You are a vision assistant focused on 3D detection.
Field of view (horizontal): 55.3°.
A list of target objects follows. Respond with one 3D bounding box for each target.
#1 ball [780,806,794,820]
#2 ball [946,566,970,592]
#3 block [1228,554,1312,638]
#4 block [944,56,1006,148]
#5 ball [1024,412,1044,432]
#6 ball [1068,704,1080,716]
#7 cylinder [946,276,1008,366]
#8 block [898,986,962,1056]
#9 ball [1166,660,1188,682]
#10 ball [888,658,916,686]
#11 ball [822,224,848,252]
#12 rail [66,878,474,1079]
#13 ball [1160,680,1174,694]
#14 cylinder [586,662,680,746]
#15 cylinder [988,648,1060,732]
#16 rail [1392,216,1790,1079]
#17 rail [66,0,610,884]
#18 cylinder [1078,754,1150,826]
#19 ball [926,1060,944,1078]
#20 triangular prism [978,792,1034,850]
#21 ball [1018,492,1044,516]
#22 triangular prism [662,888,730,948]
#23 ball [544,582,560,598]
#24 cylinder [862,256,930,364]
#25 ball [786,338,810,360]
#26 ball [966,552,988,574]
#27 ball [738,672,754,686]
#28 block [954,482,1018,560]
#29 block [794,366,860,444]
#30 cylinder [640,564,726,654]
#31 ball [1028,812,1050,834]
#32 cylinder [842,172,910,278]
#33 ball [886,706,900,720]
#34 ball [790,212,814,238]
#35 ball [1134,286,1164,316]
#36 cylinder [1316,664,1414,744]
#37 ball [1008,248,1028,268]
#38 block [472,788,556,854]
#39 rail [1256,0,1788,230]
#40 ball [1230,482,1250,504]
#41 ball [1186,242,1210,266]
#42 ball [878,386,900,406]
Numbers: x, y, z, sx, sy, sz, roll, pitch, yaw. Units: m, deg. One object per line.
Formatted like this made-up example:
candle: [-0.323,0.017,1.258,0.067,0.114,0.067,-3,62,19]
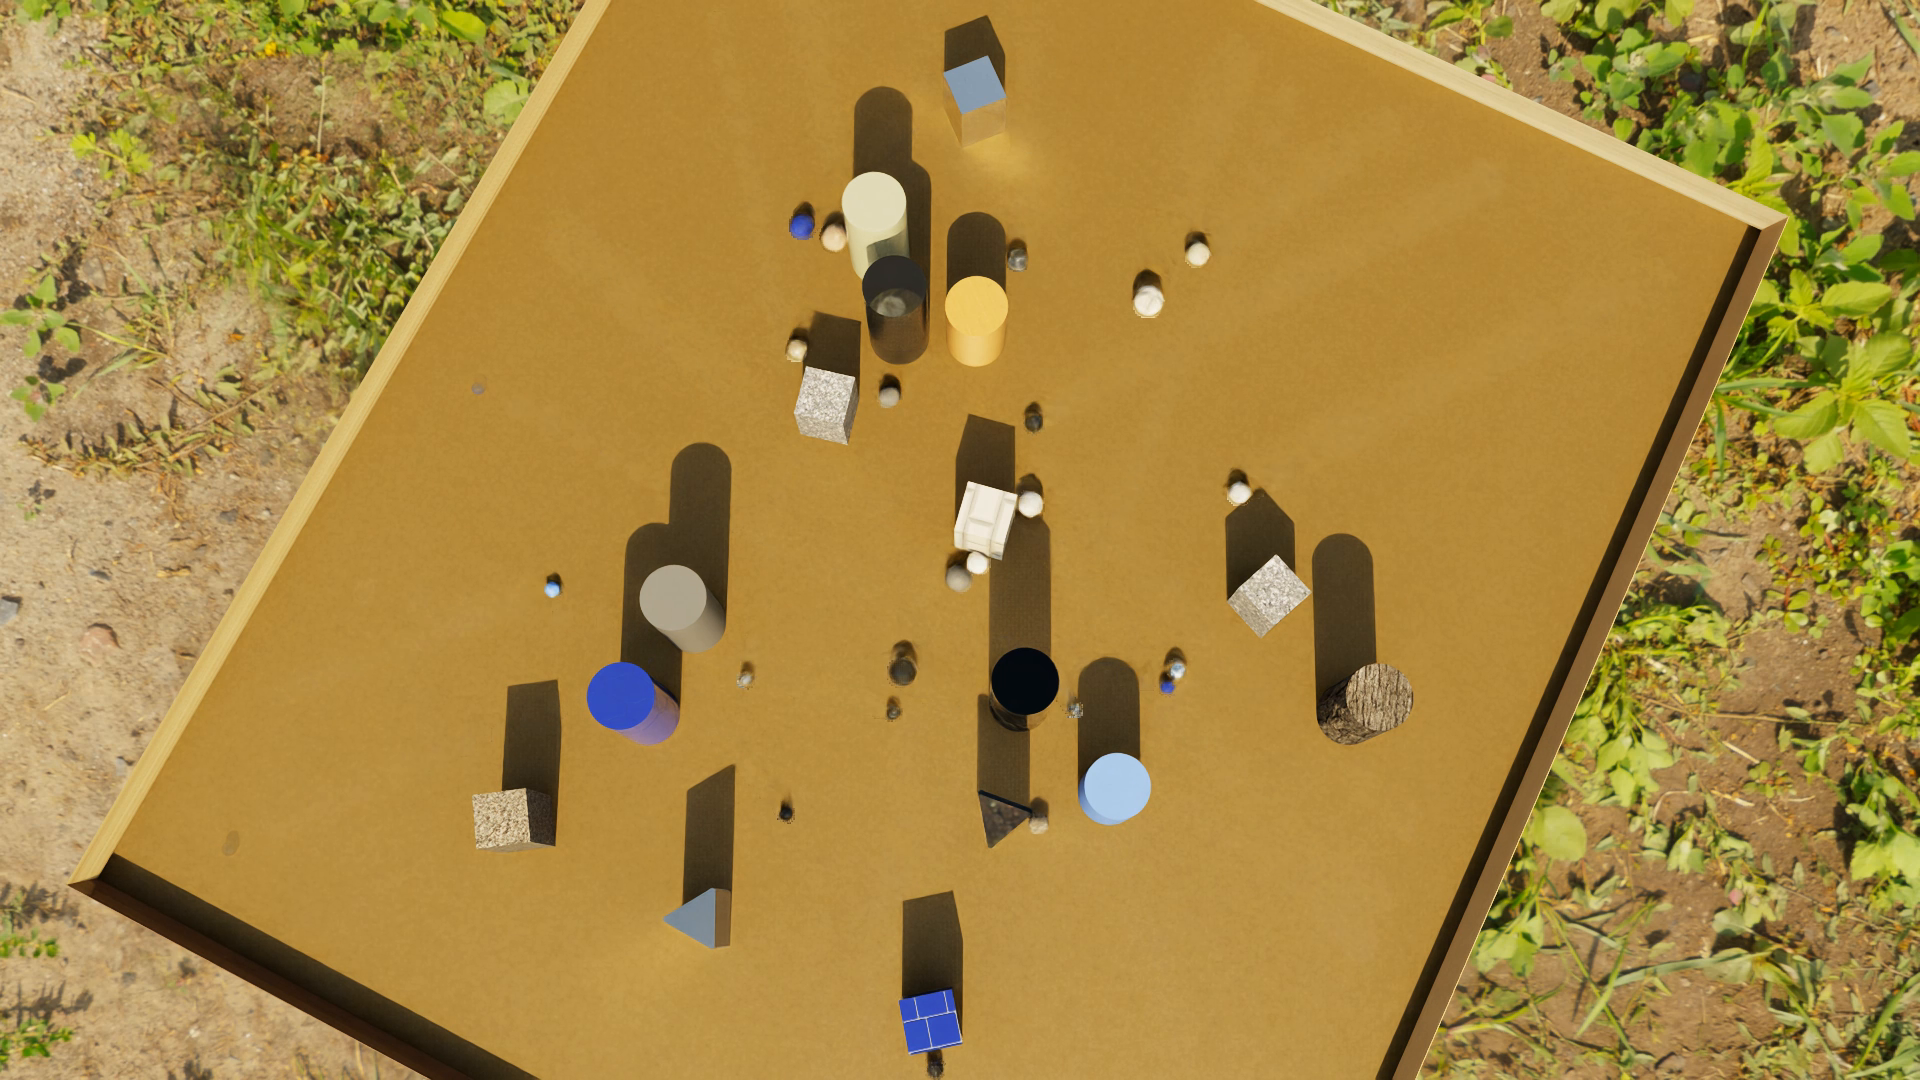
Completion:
ball: [-0.514,0.811,5.427,0.042,0.042,0.042,0,78,0]
ball: [-0.007,0.116,5.553,0.077,0.077,0.077,0,78,0]
block: [0.918,0.171,5.456,0.150,0.246,0.150,-41,81,-8]
block: [0.046,-1.378,5.773,0.150,0.252,0.150,-22,79,-5]
ball: [0.228,-0.362,5.660,0.060,0.060,0.060,0,78,0]
ball: [0.343,0.509,5.491,0.040,0.040,0.040,0,78,0]
cylinder: [0.049,-0.664,5.597,0.188,0.306,0.188,0,78,0]
block: [-0.082,1.362,5.203,0.150,0.257,0.150,-11,79,-2]
ball: [0.652,0.393,5.503,0.063,0.063,0.063,0,78,0]
ball: [-0.172,0.396,5.492,0.083,0.083,0.083,0,78,0]
ball: [-0.394,-0.952,5.770,0.084,0.084,0.084,0,78,0]
rail: [-0.914,1.798,5.181,3.702,0.122,0.045,26,80,5]
ball: [0.623,0.443,5.503,0.042,0.042,0.042,0,78,0]
cylinder: [-0.935,0.477,5.281,0.188,0.464,0.188,0,78,0]
cylinder: [0.180,0.437,5.288,0.188,0.466,0.188,0,78,0]
rail: [1.634,0.807,5.386,0.045,0.122,4.137,26,80,5]
rail: [-1.634,-0.794,5.717,0.045,0.122,4.137,26,80,5]
cylinder: [0.445,0.725,5.315,0.188,0.296,0.188,0,78,0]
ball: [-0.071,1.523,5.277,0.049,0.049,0.049,0,78,0]
triangular prism: [0.100,0.790,5.305,0.163,0.289,0.141,-39,81,-7]
ball: [0.215,-0.109,5.588,0.078,0.078,0.078,0,78,0]
triangular prism: [-0.714,1.058,5.220,0.163,0.347,0.141,29,80,6]
ball: [-1.237,0.150,5.562,0.046,0.046,0.046,0,78,0]
cylinder: [-0.189,-0.686,5.520,0.188,0.467,0.188,0,78,0]
ball: [-0.504,-0.593,5.704,0.069,0.069,0.069,0,78,0]
ball: [0.052,0.069,5.567,0.068,0.068,0.068,0,78,0]
ball: [-0.642,0.418,5.507,0.045,0.045,0.045,0,78,0]
block: [0.076,-0.055,5.494,0.150,0.262,0.150,16,79,3]
block: [-0.404,-0.407,5.578,0.150,0.240,0.150,13,79,3]
cylinder: [-0.804,0.206,5.348,0.188,0.442,0.188,0,78,0]
ball: [0.233,0.837,5.412,0.061,0.061,0.061,0,78,0]
cylinder: [-0.252,-0.941,5.578,0.188,0.456,0.188,0,78,0]
ball: [-0.199,0.517,5.487,0.044,0.044,0.044,0,78,0]
ball: [-0.497,-0.994,5.784,0.075,0.075,0.075,0,78,0]
ball: [0.590,-0.748,5.723,0.094,0.094,0.094,0,78,0]
cylinder: [1.165,0.479,5.297,0.188,0.432,0.188,0,78,0]
ball: [0.182,-0.886,5.766,0.065,0.065,0.065,0,78,0]
block: [-1.283,0.811,5.282,0.150,0.326,0.150,-7,78,-2]
rail: [0.914,-1.785,5.922,3.702,0.122,0.045,26,80,5]
ball: [0.857,-0.145,5.613,0.066,0.066,0.066,0,78,0]
ball: [0.749,-0.900,5.765,0.074,0.074,0.074,0,78,0]
ball: [-0.218,-0.446,5.675,0.067,0.067,0.067,0,78,0]
